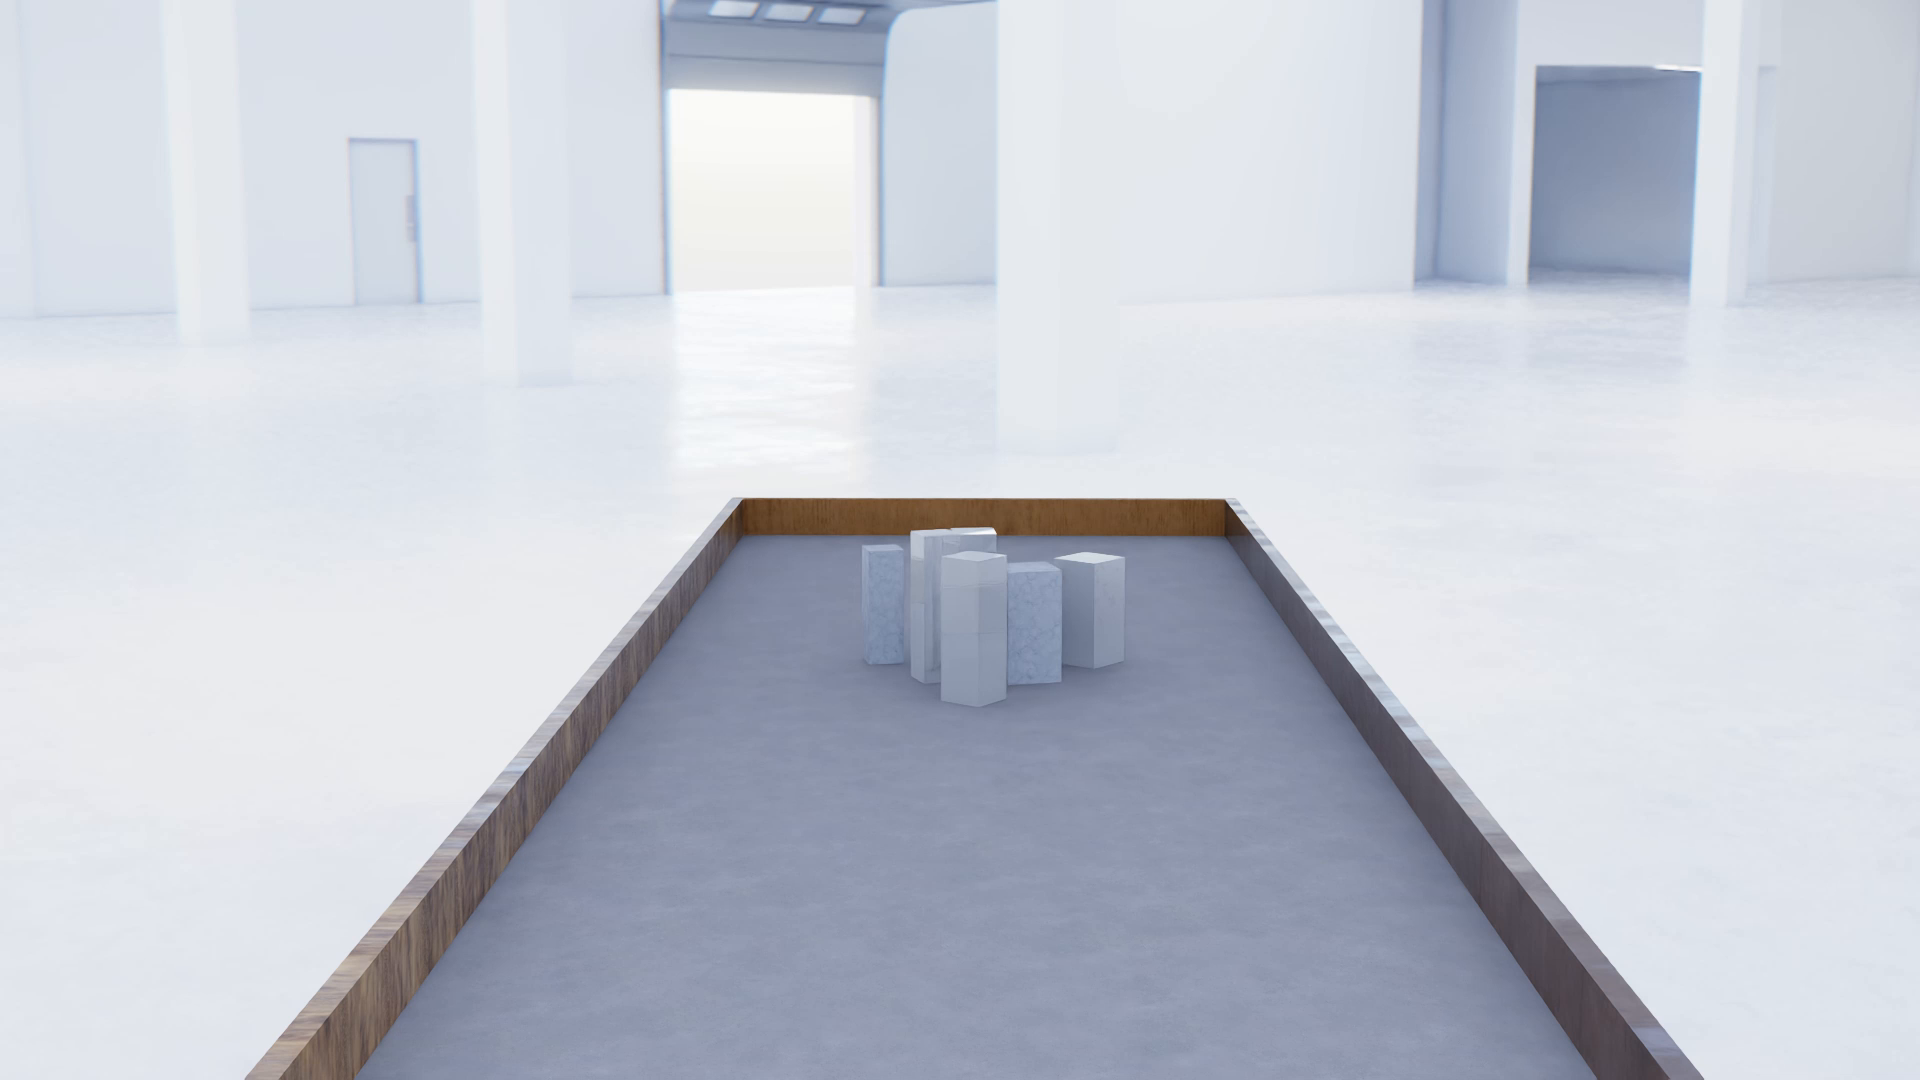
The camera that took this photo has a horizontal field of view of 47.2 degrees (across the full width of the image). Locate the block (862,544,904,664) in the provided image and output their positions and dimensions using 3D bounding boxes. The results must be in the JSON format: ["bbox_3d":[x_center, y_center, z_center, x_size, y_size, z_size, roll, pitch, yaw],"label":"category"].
[{"bbox_3d":[-0.234,0.194,6.674,0.107,0.347,0.107,-2,9,-13],"label":"block"}]

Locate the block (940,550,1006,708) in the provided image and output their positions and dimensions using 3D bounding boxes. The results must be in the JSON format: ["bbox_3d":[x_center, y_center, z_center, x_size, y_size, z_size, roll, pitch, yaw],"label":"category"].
[{"bbox_3d":[0.039,0.246,6.148,0.131,0.409,0.131,7,11,37],"label":"block"}]

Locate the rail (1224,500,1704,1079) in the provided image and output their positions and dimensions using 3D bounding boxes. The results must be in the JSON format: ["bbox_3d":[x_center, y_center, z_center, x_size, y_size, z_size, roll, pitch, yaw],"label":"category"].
[{"bbox_3d":[1.046,0.843,3.208,0.050,0.150,12.000,0,9,1],"label":"rail"}]

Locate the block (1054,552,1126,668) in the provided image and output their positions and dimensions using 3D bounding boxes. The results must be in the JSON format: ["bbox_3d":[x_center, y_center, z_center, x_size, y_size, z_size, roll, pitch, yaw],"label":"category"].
[{"bbox_3d":[0.391,0.211,6.656,0.153,0.320,0.153,8,12,40],"label":"block"}]

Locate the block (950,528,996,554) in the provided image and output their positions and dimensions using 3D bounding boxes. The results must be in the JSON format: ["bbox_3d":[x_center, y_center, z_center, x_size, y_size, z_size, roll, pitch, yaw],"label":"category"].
[{"bbox_3d":[0.041,0.169,6.666,0.128,0.399,0.128,-1,9,-4],"label":"block"}]

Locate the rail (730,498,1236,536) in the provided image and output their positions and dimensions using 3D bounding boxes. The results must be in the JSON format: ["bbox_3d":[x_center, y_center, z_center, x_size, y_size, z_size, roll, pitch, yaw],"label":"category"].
[{"bbox_3d":[0.099,-0.098,9.147,2.100,0.150,0.050,0,9,1],"label":"rail"}]

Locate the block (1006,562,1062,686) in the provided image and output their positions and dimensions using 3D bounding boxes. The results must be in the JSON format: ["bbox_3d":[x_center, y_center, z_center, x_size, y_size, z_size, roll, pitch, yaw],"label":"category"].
[{"bbox_3d":[0.196,0.242,6.433,0.161,0.329,0.161,-2,9,-15],"label":"block"}]

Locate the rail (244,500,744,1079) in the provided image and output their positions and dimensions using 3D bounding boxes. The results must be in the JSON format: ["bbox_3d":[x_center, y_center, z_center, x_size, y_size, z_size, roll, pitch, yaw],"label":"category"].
[{"bbox_3d":[-1.004,0.839,3.234,0.050,0.150,12.000,0,9,1],"label":"rail"}]

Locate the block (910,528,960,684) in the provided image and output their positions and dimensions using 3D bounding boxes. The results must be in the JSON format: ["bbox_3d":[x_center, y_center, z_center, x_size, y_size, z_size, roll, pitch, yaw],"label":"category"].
[{"bbox_3d":[-0.072,0.192,6.414,0.112,0.433,0.112,-3,10,-21],"label":"block"}]
